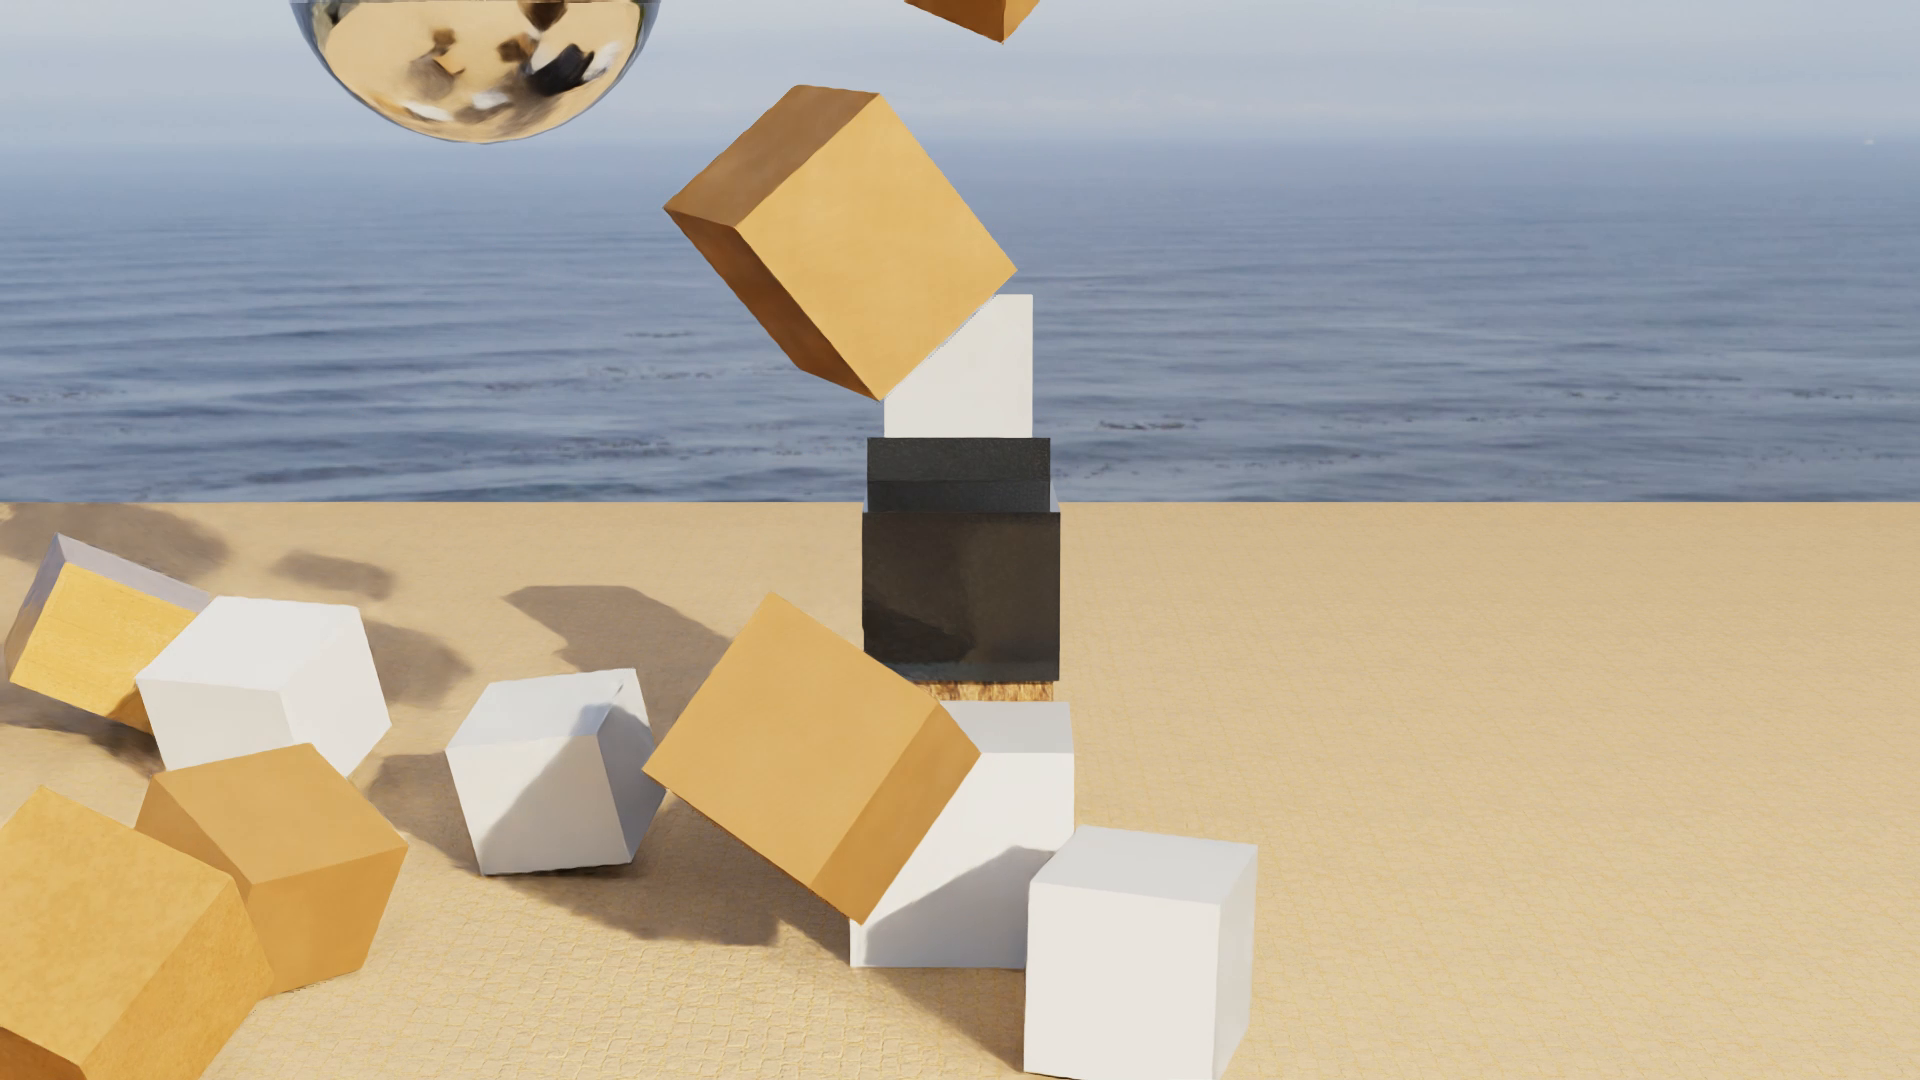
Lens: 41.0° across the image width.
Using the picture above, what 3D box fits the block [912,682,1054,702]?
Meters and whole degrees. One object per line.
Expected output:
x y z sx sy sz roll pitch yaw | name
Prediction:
-0.010 0.992 11.369 0.814 0.981 0.832 0 10 0 | block

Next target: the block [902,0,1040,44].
0.058 -2.252 9.355 0.555 0.507 0.521 26 56 16 | block

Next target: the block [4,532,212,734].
-4.511 0.504 13.641 0.855 0.677 0.824 25 0 -25 | block

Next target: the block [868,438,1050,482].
-0.001 -0.028 12.049 0.830 0.900 0.831 0 2 1 | block

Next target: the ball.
-2.027 -2.464 10.732 1.600 1.600 1.600 0 10 0 | ball

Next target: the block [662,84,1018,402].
-0.449 -1.100 9.353 0.694 0.824 0.864 -44 24 -9 | block

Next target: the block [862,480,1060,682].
0.003 0.166 11.150 0.826 0.723 0.835 0 10 0 | block

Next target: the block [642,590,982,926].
-0.533 0.825 9.563 0.776 0.800 0.801 32 -9 20 | block

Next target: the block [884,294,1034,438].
0.004 -0.816 12.234 0.686 0.664 0.673 0 2 2 | block

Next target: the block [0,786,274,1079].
-2.879 1.425 8.455 0.791 0.657 0.765 21 54 17 | block

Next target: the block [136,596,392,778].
-3.401 0.796 12.582 0.802 0.713 0.738 4 32 19 | block

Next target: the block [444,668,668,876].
-1.791 1.032 11.464 0.697 0.642 0.633 -6 23 12 | block

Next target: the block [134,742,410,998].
-2.690 1.283 9.854 0.669 0.627 0.728 39 28 28 | block

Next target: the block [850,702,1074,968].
0.013 1.193 10.547 0.883 0.880 0.844 0 10 1 | block

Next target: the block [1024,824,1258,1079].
0.663 1.504 9.277 0.676 0.702 0.724 5 11 16 | block
